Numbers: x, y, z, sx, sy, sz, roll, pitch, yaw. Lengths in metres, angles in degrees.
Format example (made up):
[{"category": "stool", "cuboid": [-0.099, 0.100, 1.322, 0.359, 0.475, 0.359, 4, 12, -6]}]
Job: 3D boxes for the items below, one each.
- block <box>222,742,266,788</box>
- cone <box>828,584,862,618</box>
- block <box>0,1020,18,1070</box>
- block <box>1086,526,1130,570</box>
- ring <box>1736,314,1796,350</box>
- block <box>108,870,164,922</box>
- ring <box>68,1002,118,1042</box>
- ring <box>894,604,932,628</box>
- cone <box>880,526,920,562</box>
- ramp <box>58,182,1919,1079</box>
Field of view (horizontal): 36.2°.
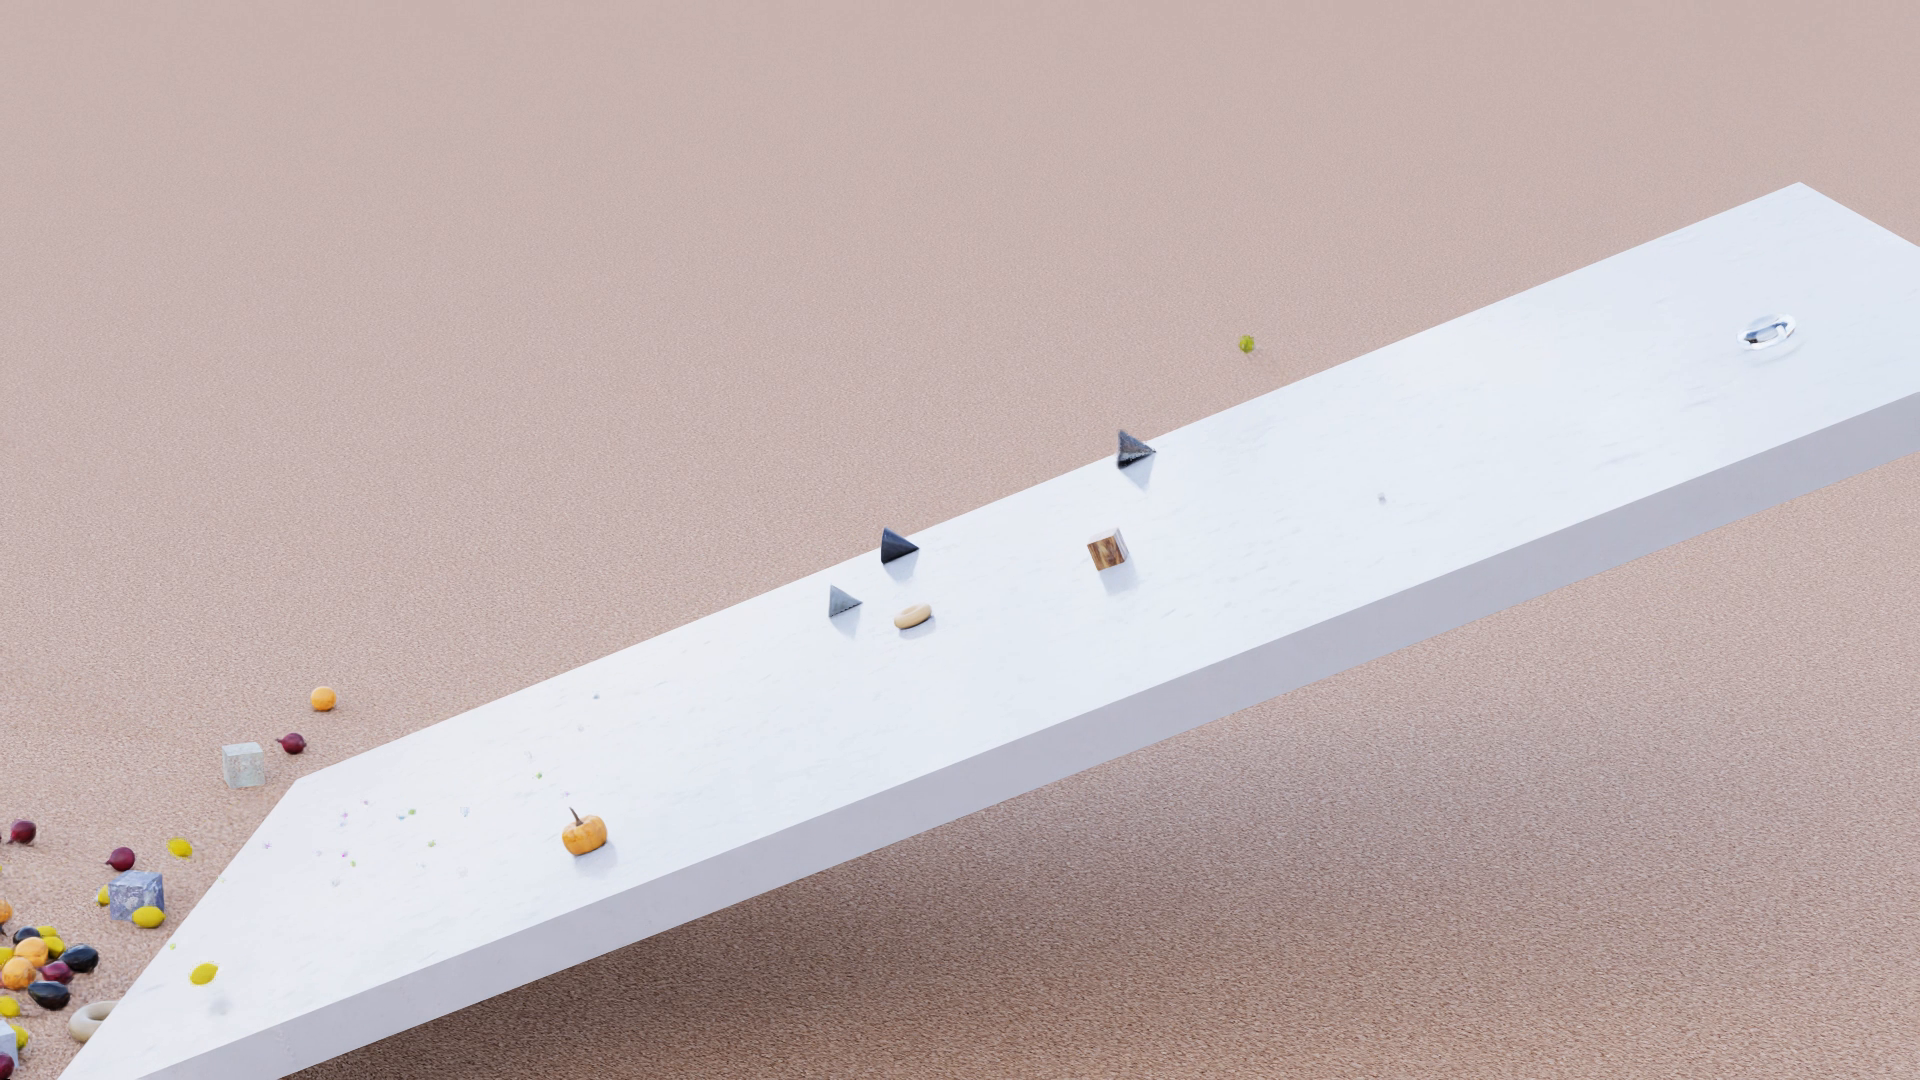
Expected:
[{"category": "block", "cuboid": [-1.892, 0.595, 7.766, 0.091, 0.091, 0.091, -6, 16, -24]}, {"category": "cone", "cuboid": [-0.263, 0.142, 6.805, 0.079, 0.079, 0.079, 4, 14, -2]}, {"category": "block", "cuboid": [-1.986, 1.042, 6.039, 0.076, 0.076, 0.076, -10, 17, -35]}, {"category": "block", "cuboid": [0.313, 0.019, 6.216, 0.062, 0.062, 0.062, -19, 13, 18]}, {"category": "ring", "cuboid": [1.581, -0.409, 5.769, 0.119, 0.040, 0.119, -23, 13, 6]}, {"category": "block", "cuboid": [-1.917, 0.829, 6.847, 0.089, 0.089, 0.089, 3, 15, 13]}, {"category": "ring", "cuboid": [-1.801, 1.017, 6.195, 0.148, 0.049, 0.148, 0, 15, 0]}, {"category": "ring", "cuboid": [-0.103, 0.166, 6.428, 0.089, 0.030, 0.089, -23, 11, 5]}, {"category": "cone", "cuboid": [-0.140, 0.016, 7.104, 0.090, 0.090, 0.090, 6, 15, 7]}, {"category": "ramp", "cuboid": [0.127, 0.172, 6.288, 4.000, 0.100, 2.000, -22, 12, 8]}]
